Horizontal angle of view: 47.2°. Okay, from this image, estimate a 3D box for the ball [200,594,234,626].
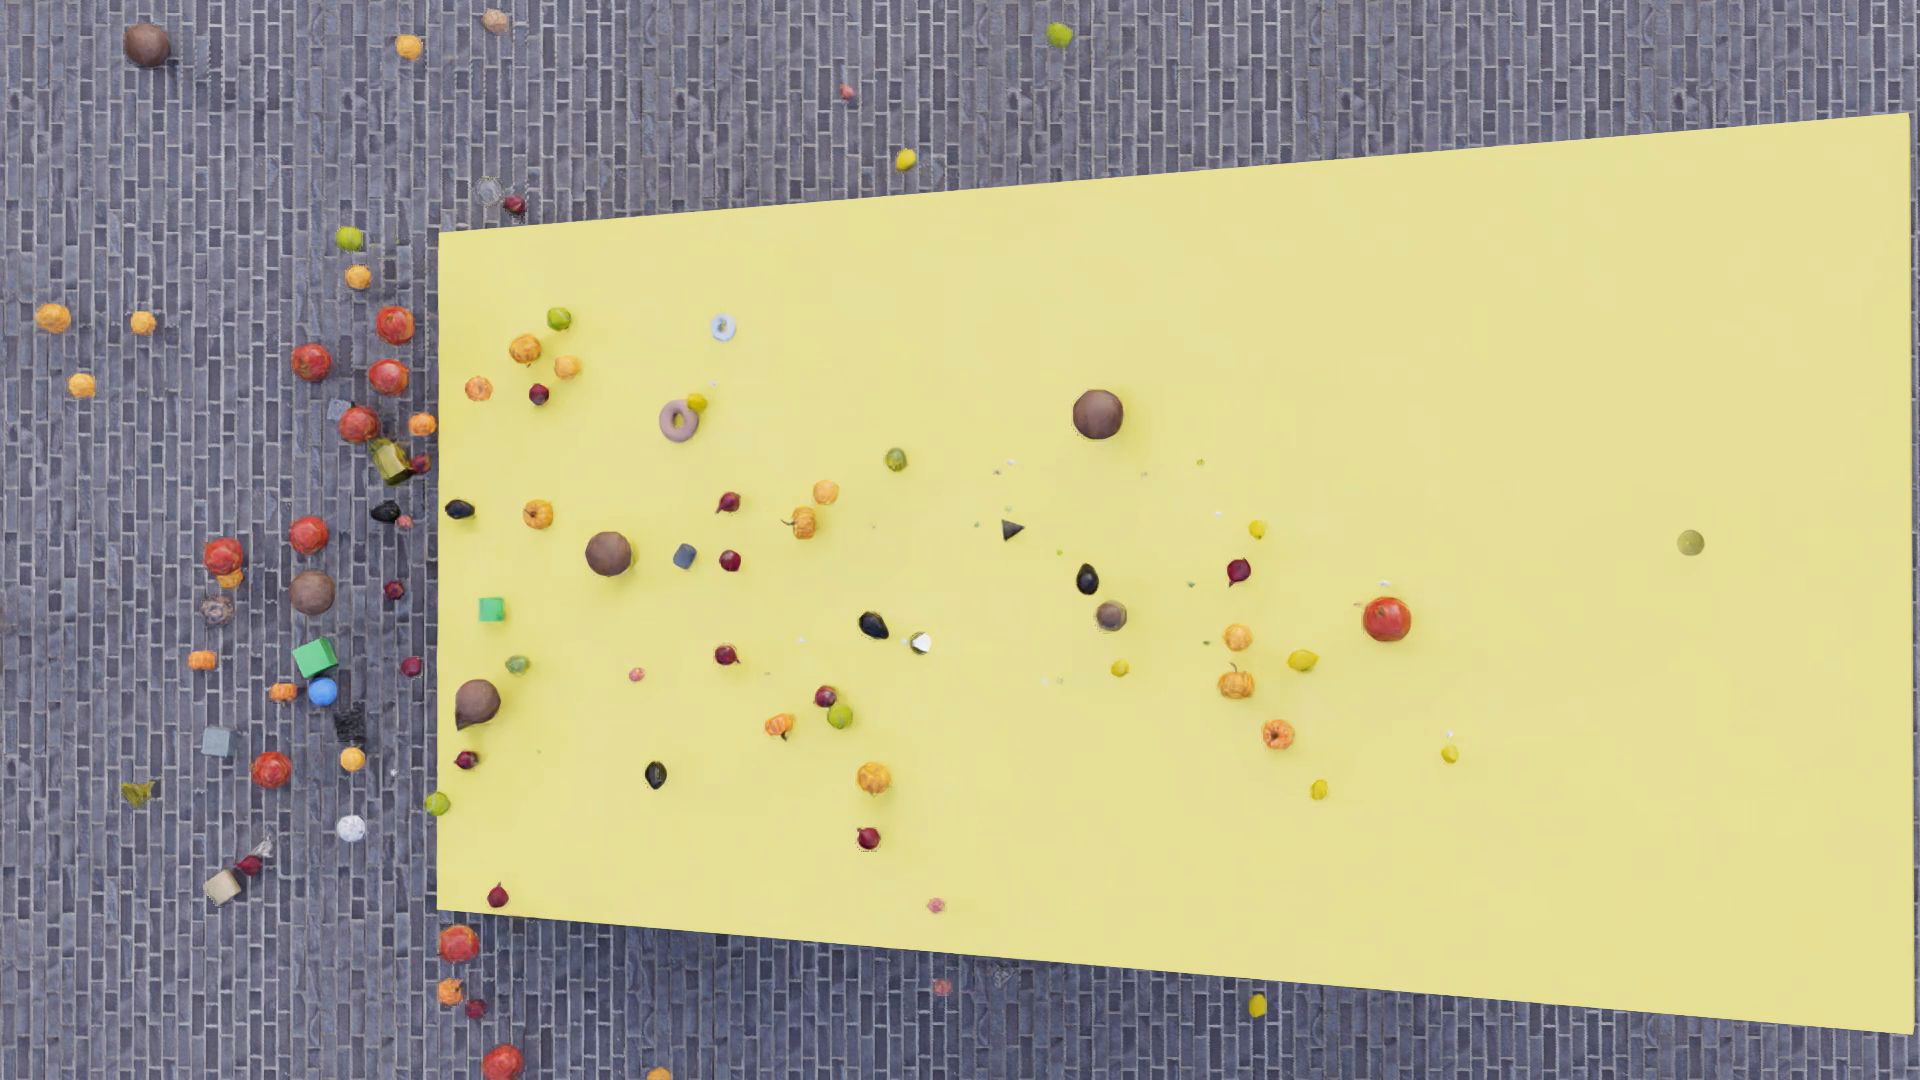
[{"bbox_3d":[-2.210,0.210,6.544,0.094,0.094,0.094,0,89,0],"label":"ball"}]

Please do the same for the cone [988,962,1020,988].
[{"bbox_3d":[0.127,1.162,5.932,0.079,0.079,0.079,-19,89,3],"label":"cone"}]

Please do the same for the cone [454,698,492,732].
[{"bbox_3d":[-1.413,0.507,6.411,0.098,0.098,0.098,-4,89,-1],"label":"cone"}]

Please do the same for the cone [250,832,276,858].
[{"bbox_3d":[-2.063,0.903,6.545,0.075,0.075,0.075,13,82,0],"label":"cone"}]

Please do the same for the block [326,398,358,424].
[{"bbox_3d":[-1.845,-0.385,6.566,0.064,0.064,0.064,12,89,0],"label":"block"}]

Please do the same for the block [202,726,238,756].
[{"bbox_3d":[-2.204,0.599,6.549,0.076,0.076,0.076,7,89,0],"label":"block"}]

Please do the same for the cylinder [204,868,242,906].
[{"bbox_3d":[-2.190,1.033,6.540,0.080,0.080,0.080,-35,91,0],"label":"cylinder"}]

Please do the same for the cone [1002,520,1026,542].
[{"bbox_3d":[0.141,-0.029,5.680,0.061,0.061,0.061,-9,89,0],"label":"cone"}]

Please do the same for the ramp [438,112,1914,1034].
[{"bbox_3d":[0.281,0.081,5.682,4.000,0.100,2.000,0,89,26],"label":"ramp"}]

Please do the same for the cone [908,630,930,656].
[{"bbox_3d":[-0.120,0.272,5.781,0.065,0.065,0.065,0,89,26],"label":"cone"}]

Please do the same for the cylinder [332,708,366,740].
[{"bbox_3d":[-1.819,0.548,6.547,0.080,0.080,0.080,-14,90,0],"label":"cylinder"}]

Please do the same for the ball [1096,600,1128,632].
[{"bbox_3d":[0.380,0.190,5.512,0.080,0.080,0.080,0,89,0],"label":"ball"}]

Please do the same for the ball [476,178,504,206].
[{"bbox_3d":[-1.390,-1.031,6.501,0.082,0.082,0.082,0,89,0],"label":"ball"}]

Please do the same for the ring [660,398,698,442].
[{"bbox_3d":[-0.783,-0.333,6.120,0.122,0.041,0.122,0,91,25],"label":"ring"}]

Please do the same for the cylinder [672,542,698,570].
[{"bbox_3d":[-0.763,0.045,6.097,0.053,0.053,0.053,32,104,0],"label":"cylinder"}]

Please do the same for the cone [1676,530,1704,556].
[{"bbox_3d":[1.638,0.006,4.942,0.060,0.060,0.060,0,89,26],"label":"cone"}]

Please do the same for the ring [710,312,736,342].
[{"bbox_3d":[-0.653,-0.588,6.068,0.081,0.027,0.081,0,90,27],"label":"ring"}]

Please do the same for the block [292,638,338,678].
[{"bbox_3d":[-1.918,0.350,6.546,0.087,0.087,0.087,-25,89,0],"label":"block"}]

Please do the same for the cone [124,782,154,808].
[{"bbox_3d":[-2.424,0.739,6.530,0.080,0.080,0.080,20,126,30],"label":"cone"}]

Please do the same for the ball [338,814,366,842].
[{"bbox_3d":[-1.811,0.858,6.543,0.082,0.082,0.082,0,89,0],"label":"ball"}]

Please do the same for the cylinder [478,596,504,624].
[{"bbox_3d":[-1.358,0.201,6.370,0.065,0.065,0.065,9,106,0],"label":"cylinder"}]

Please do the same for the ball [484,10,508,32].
[{"bbox_3d":[-1.389,-1.552,6.577,0.069,0.069,0.069,0,89,0],"label":"ball"}]

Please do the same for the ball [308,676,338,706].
[{"bbox_3d":[-1.896,0.451,6.546,0.085,0.085,0.085,0,89,0],"label":"ball"}]
